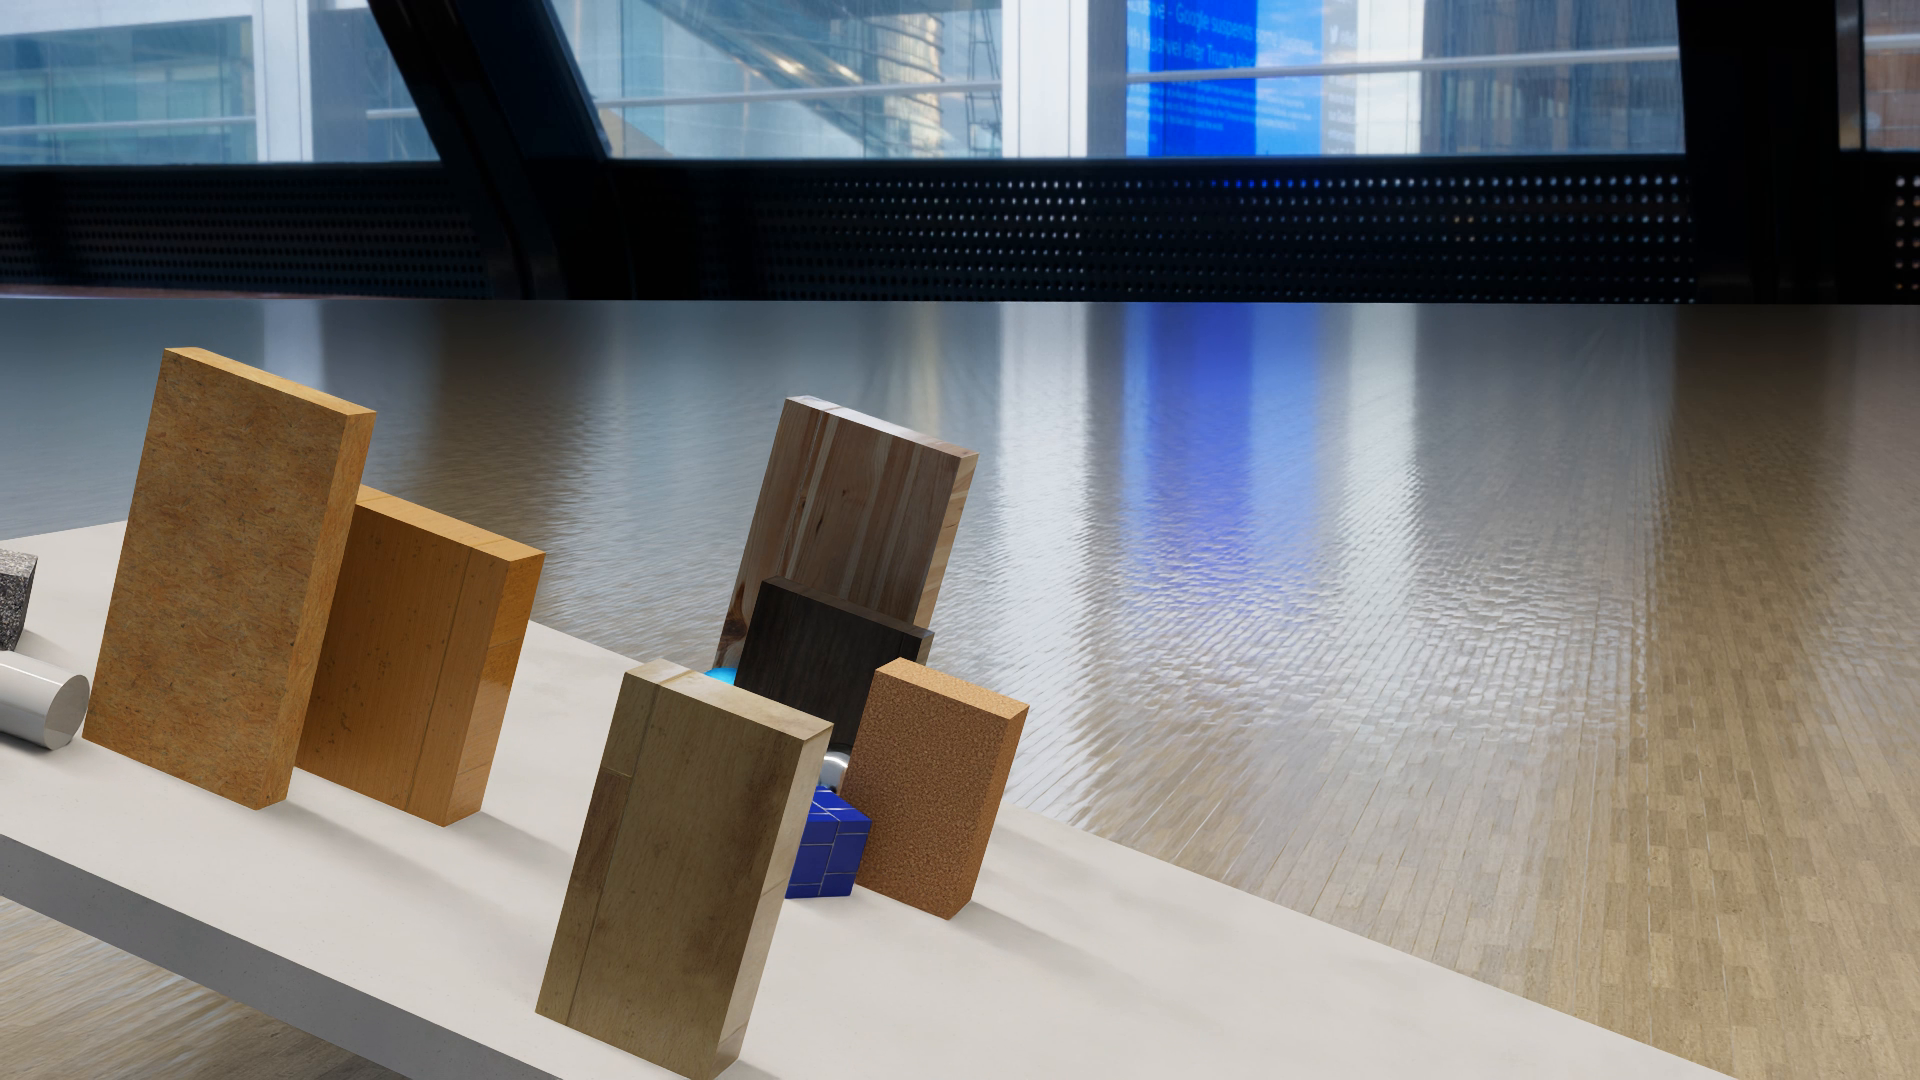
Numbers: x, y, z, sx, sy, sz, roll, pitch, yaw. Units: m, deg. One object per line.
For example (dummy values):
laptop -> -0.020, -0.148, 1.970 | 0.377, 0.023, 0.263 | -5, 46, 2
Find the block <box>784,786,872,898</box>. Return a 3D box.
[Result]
block -> -0.300, 0.585, 4.269 | 0.161, 0.161, 0.161 | 6, 16, -42

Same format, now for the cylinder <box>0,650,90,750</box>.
cylinder -> -1.642, 0.283, 3.889 | 0.139, 0.139, 0.139 | 18, 9, 6

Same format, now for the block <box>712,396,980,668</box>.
block -> -0.279, 0.114, 4.968 | 0.426, 0.782, 0.138 | 19, 12, 14

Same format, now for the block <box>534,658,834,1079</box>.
block -> -0.429, 0.510, 3.404 | 0.303, 0.574, 0.127 | 19, 12, 14

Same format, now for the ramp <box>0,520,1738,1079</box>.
ramp -> -0.369, 0.711, 4.234 | 4.000, 0.100, 2.000 | 19, 12, 14

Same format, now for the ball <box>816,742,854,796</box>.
ball -> -0.258, 0.517, 4.574 | 0.192, 0.192, 0.192 | 0, 7, 0

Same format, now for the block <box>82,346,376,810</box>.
block -> -1.299, 0.067, 3.892 | 0.376, 0.733, 0.091 | 19, 12, 14

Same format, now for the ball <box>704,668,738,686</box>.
ball -> -0.524, 0.374, 4.906 | 0.181, 0.181, 0.181 | 0, 7, 0

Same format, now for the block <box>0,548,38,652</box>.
block -> -1.908, 0.109, 4.299 | 0.155, 0.155, 0.155 | 12, 12, -19

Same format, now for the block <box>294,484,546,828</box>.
block -> -1.049, 0.209, 4.103 | 0.419, 0.521, 0.135 | 19, 12, 14

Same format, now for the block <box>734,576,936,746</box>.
block -> -0.297, 0.346, 4.713 | 0.374, 0.436, 0.089 | 19, 12, 14

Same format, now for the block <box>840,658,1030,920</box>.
block -> -0.072, 0.491, 4.366 | 0.284, 0.427, 0.150 | 19, 12, 14
